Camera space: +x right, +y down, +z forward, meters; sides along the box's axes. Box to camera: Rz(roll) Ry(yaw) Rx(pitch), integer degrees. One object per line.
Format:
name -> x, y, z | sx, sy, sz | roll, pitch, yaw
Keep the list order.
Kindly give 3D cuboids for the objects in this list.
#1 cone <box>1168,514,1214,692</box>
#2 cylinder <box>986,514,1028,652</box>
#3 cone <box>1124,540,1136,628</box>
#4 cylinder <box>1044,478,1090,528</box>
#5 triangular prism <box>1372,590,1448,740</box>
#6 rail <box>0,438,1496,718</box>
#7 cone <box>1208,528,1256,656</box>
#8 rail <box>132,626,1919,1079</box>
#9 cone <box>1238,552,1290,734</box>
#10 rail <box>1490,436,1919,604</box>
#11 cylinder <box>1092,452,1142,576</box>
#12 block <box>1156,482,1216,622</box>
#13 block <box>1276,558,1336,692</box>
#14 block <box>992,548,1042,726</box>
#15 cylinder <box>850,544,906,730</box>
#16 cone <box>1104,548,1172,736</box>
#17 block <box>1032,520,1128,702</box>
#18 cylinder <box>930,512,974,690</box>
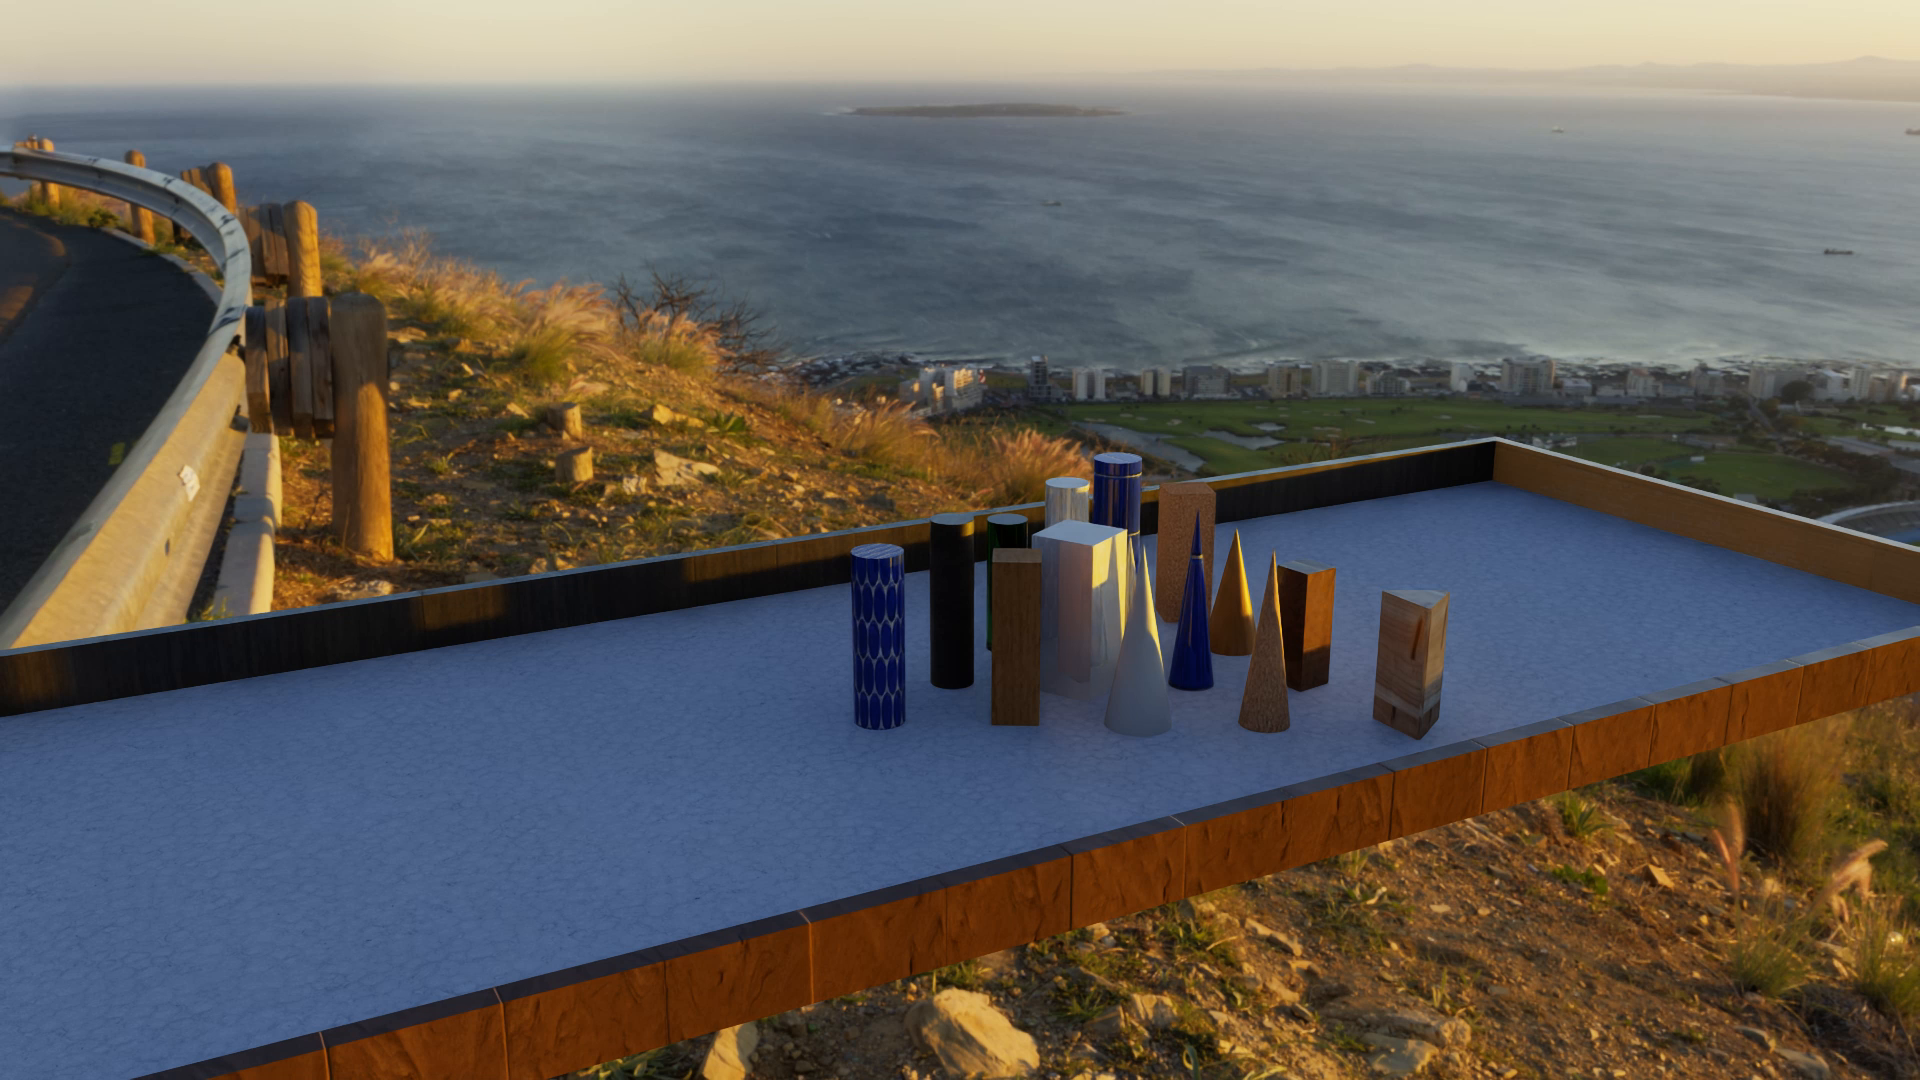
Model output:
cone -> 0.579, 0.140, 4.070 | 0.113, 0.456, 0.113 | 0, 16, 0
cylinder -> 0.123, 0.115, 4.335 | 0.107, 0.354, 0.107 | 0, 16, 0
cone -> 0.441, 0.138, 4.318 | 0.113, 0.319, 0.113 | 0, 16, 0
cylinder -> 0.297, 0.022, 4.610 | 0.123, 0.378, 0.123 | 0, 16, 0
triangular prism -> 1.038, 0.279, 3.842 | 0.132, 0.318, 0.153 | 10, 19, 30
rail -> -3.305, 0.497, 3.399 | 12.000, 0.150, 0.050 | -9, 18, -27
cone -> 0.721, 0.125, 4.345 | 0.150, 0.330, 0.150 | 0, 16, 0
rail -> -2.336, 1.006, 1.665 | 12.000, 0.150, 0.050 | -9, 18, -27
cone -> 0.717, 0.224, 3.826 | 0.121, 0.432, 0.121 | 0, 16, 0
rail -> 2.466, -0.048, 5.253 | 0.050, 0.150, 2.100 | -9, 18, -27
cylinder -> 0.458, -0.050, 4.831 | 0.139, 0.391, 0.139 | 0, 16, 0
block -> 0.626, 0.033, 4.589 | 0.128, 0.368, 0.128 | -2, 16, -6
block -> 0.853, 0.210, 4.101 | 0.100, 0.304, 0.100 | -12, 20, -34
block -> 0.132, 0.228, 3.869 | 0.112, 0.401, 0.112 | 1, 16, 2
cylinder -> -0.190, 0.226, 3.847 | 0.123, 0.418, 0.123 | 0, 16, 0
cone -> 0.419, 0.222, 3.823 | 0.160, 0.438, 0.160 | 0, 16, 0
block -> 0.291, 0.171, 4.067 | 0.170, 0.397, 0.170 | 11, 19, 32
cylinder -> -0.019, 0.152, 4.087 | 0.109, 0.424, 0.109 | 0, 16, 0
